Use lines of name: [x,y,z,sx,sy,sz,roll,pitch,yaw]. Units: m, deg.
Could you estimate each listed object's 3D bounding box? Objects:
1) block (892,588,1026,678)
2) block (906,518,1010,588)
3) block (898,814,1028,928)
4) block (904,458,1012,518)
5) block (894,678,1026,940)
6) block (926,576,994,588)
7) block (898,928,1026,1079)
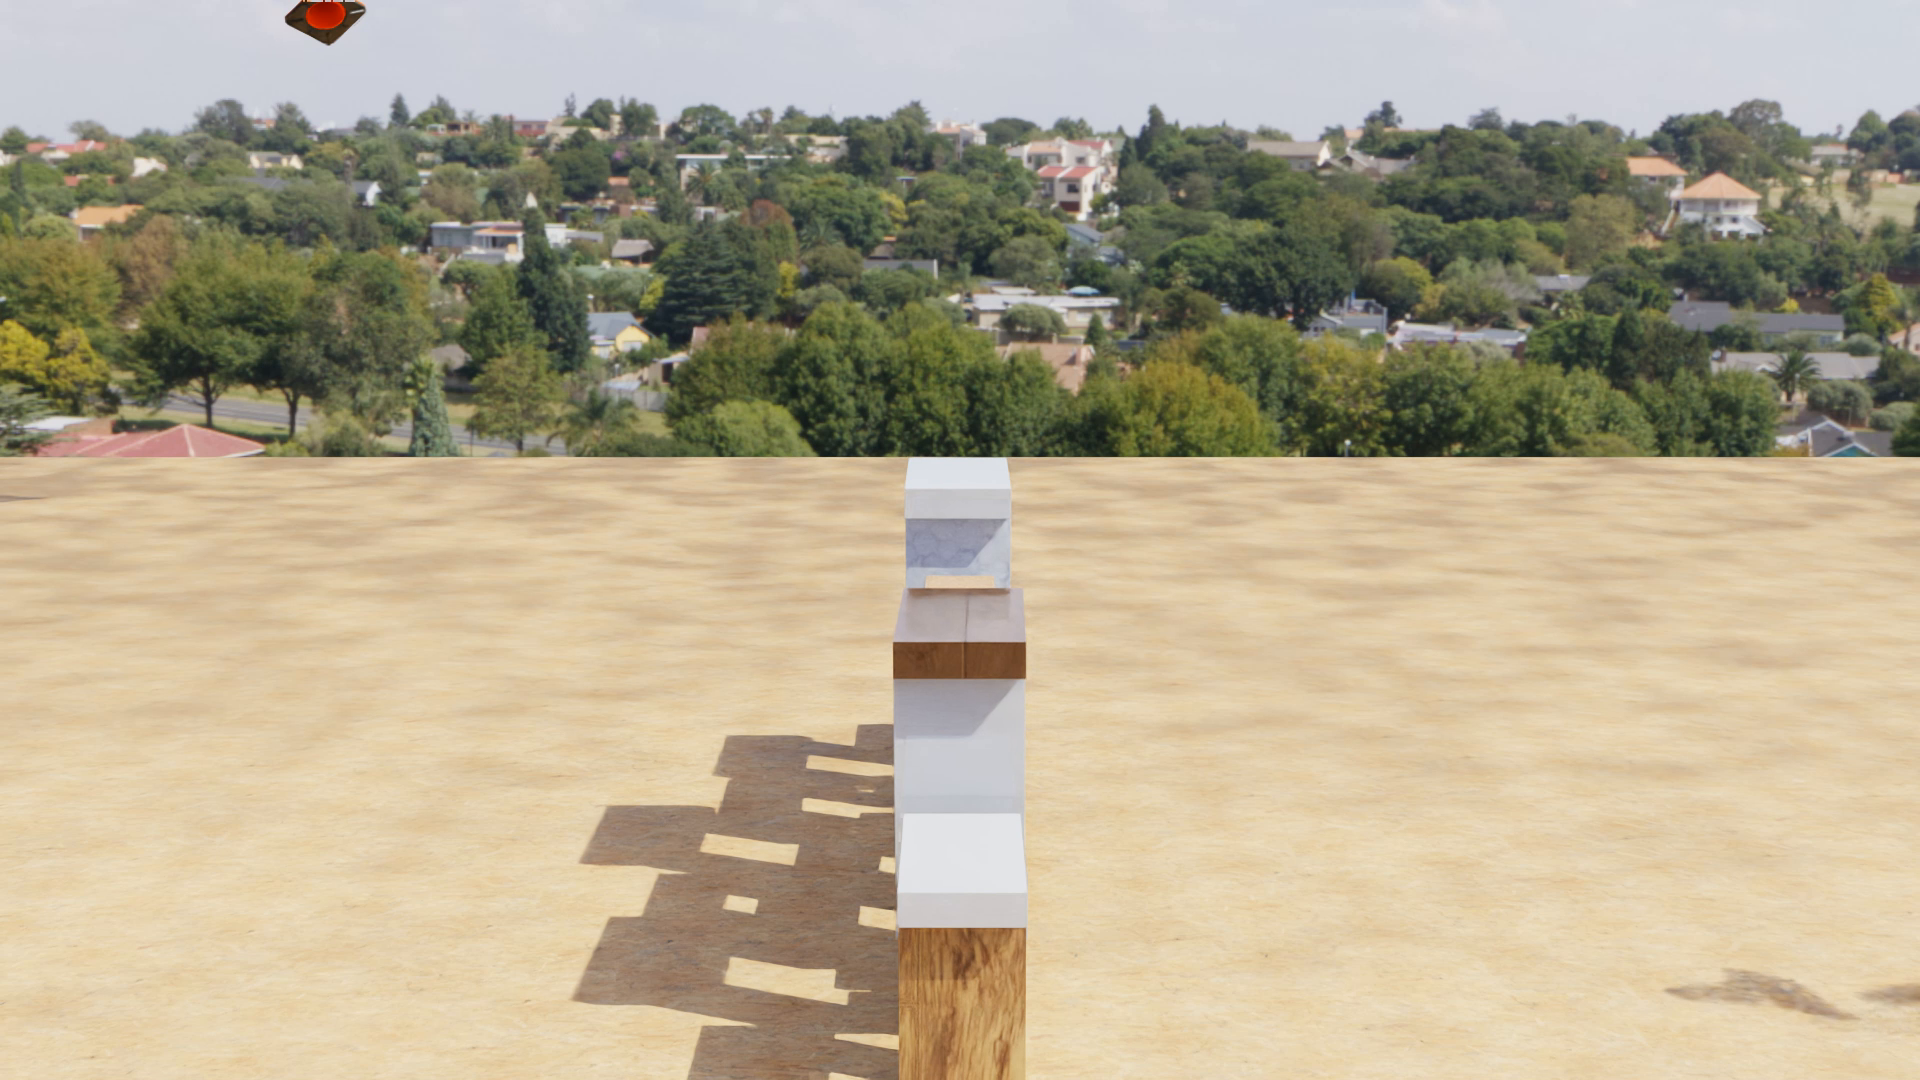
block: [0.002,0.127,3.078,0.176,0.050,0.353,0,10,1]
block: [-0.003,0.120,3.539,0.167,0.334,0.047,0,11,0]
block: [0.003,0.415,2.788,0.155,0.044,0.310,0,11,0]
block: [-0.004,-0.087,3.614,0.167,0.047,0.334,0,11,0]
block: [0.000,0.358,3.002,0.176,0.375,0.050,0,11,1]
block: [0.000,0.090,3.363,0.107,0.030,0.213,0,11,0]
block: [0.003,0.609,2.719,0.155,0.310,0.044,0,11,0]
